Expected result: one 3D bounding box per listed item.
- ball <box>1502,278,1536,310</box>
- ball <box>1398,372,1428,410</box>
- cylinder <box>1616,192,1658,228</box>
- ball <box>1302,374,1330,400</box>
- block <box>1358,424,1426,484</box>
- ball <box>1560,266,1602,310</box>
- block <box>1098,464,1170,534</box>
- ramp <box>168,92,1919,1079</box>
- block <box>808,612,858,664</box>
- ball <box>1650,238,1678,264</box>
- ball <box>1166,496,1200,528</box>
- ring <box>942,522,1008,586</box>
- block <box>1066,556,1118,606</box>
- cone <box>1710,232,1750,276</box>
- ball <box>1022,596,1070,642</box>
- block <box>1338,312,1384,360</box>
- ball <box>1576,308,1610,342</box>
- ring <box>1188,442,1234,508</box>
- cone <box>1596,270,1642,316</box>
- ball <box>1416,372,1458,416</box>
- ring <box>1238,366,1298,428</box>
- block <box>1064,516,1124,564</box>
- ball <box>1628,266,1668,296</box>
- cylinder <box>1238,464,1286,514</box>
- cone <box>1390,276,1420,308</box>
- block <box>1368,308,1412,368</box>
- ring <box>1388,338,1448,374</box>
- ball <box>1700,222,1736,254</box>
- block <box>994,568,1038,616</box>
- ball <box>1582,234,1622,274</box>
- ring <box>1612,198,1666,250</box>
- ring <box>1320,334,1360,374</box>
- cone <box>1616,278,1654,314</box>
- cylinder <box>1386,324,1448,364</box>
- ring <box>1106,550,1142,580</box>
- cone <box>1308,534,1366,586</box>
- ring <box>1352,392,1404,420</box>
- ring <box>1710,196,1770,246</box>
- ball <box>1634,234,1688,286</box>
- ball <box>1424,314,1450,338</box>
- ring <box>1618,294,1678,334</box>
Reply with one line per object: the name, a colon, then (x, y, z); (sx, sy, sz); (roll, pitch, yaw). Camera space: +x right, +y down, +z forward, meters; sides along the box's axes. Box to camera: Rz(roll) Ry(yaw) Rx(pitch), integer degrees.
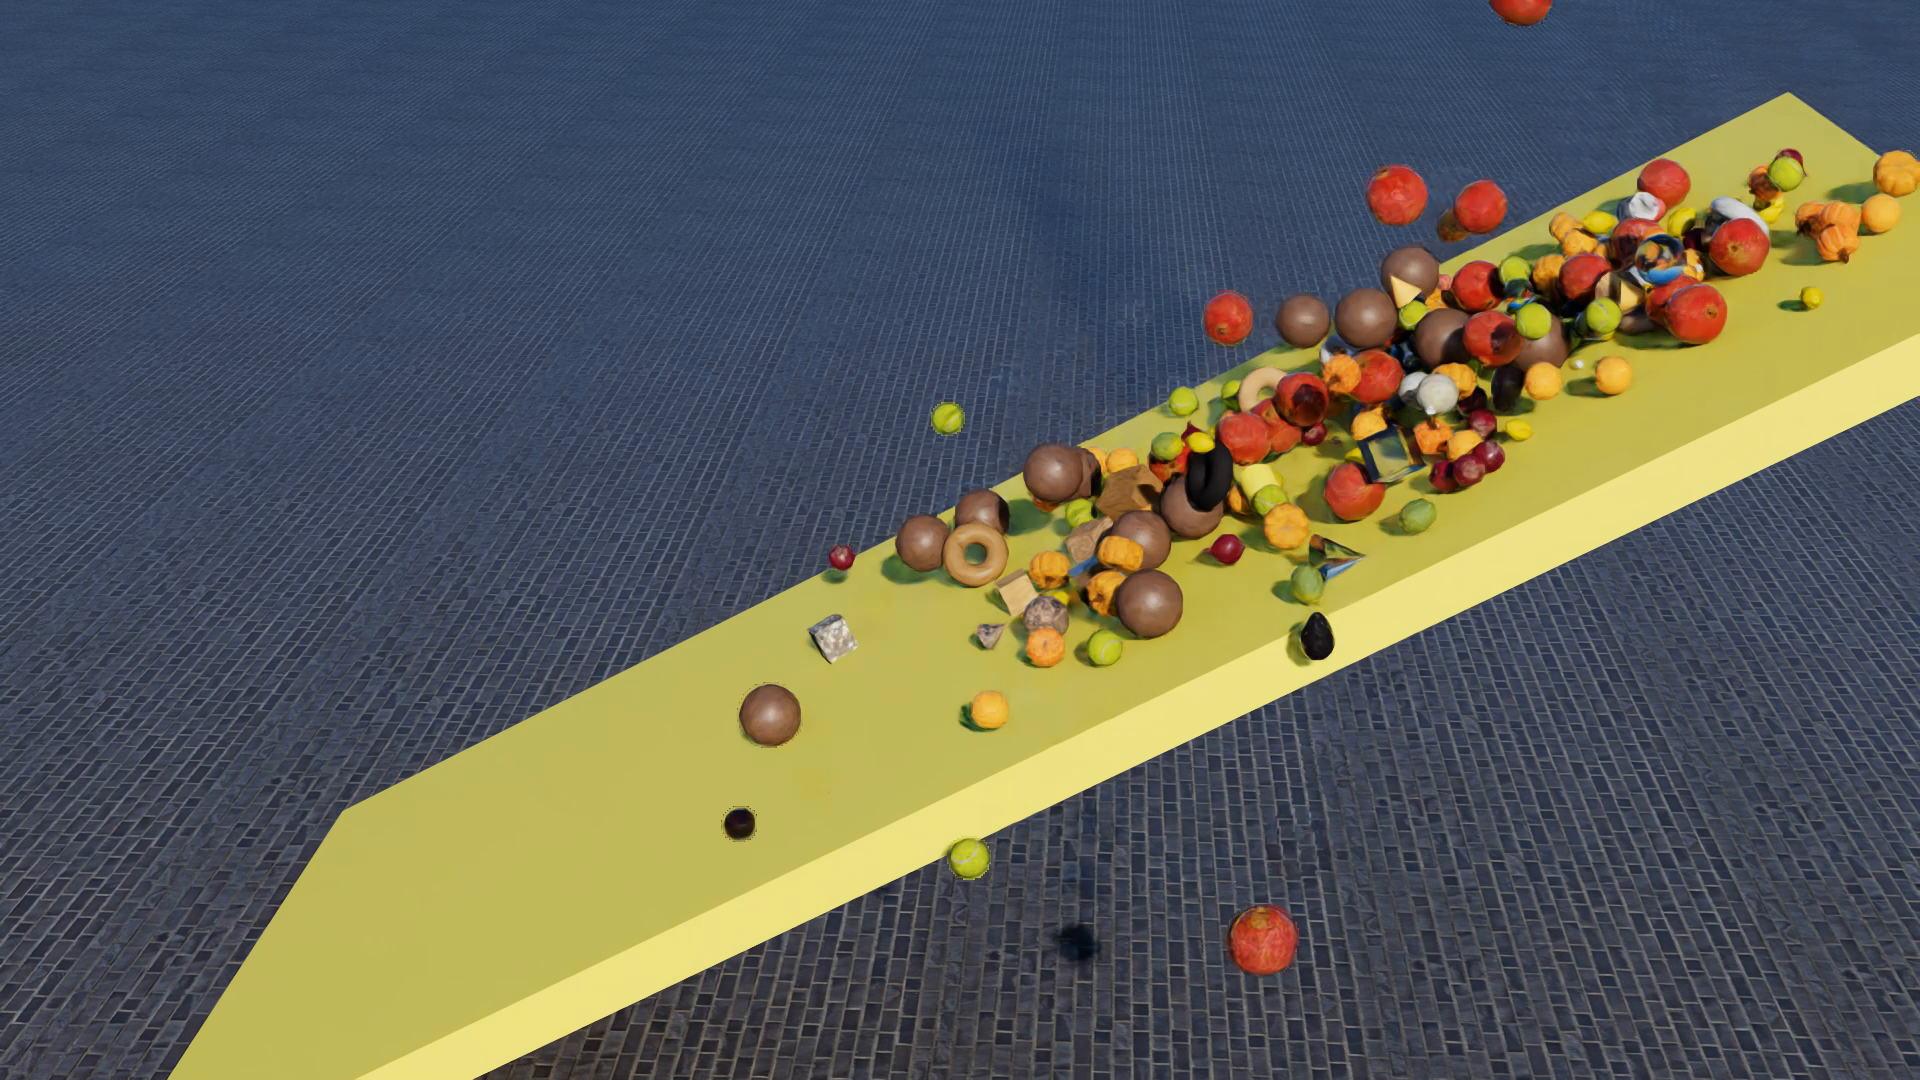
ball: (1.148, -0.505, 6.038); (0.066, 0.066, 0.066); (0, 17, 0)
ball: (0.907, -0.295, 5.826); (0.075, 0.075, 0.075); (0, 17, 0)
cylinder: (1.423, -0.693, 6.179); (0.065, 0.065, 0.065); (-4, -3, -12)
ball: (0.783, -0.336, 6.473); (0.060, 0.060, 0.060); (0, 17, 0)
block: (0.806, -0.160, 5.485); (0.081, 0.081, 0.081); (-26, -14, 28)
ball: (1.283, -0.519, 6.068); (0.091, 0.091, 0.091); (0, 17, 0)
block: (0.370, -0.087, 6.269); (0.096, 0.096, 0.096); (-16, 39, 41)
ramp: (0.141, 0.167, 6.281); (4.000, 0.100, 2.000); (-26, 14, 11)
block: (-0.283, 0.218, 6.565); (0.076, 0.076, 0.076); (-31, 14, -9)
ball: (1.430, -0.587, 5.970); (0.056, 0.056, 0.056); (0, 17, 0)
ball: (0.461, -0.058, 6.098); (0.070, 0.070, 0.070); (0, 17, 0)
ring: (0.034, 0.031, 6.494); (0.146, 0.146, 0.049); (1, -13, 2)
block: (0.269, 0.083, 5.976); (0.069, 0.069, 0.069); (-31, 14, -6)
cone: (1.512, -0.577, 5.827); (0.079, 0.079, 0.079); (-24, 25, 12)
ball: (0.172, 0.157, 5.851); (0.094, 0.094, 0.094); (0, 17, 0)
block: (0.915, -0.458, 6.607); (0.078, 0.078, 0.078); (-33, 14, -15)
ball: (1.239, -0.422, 5.763); (0.065, 0.065, 0.065); (0, 17, 0)
ring: (0.499, -0.131, 5.865); (0.045, 0.136, 0.136); (10, 12, -25)
cone: (1.296, -0.492, 5.795); (0.090, 0.090, 0.090); (3, 13, 10)
ball: (0.915, -0.280, 5.638); (0.081, 0.081, 0.081); (0, 17, 0)
ring: (0.671, -0.312, 6.408); (0.134, 0.134, 0.045); (-1, -3, -3)
block: (0.283, 0.007, 6.202); (0.076, 0.076, 0.076); (-16, 19, 43)
ball: (1.374, -0.516, 5.896); (0.085, 0.085, 0.085); (0, 17, 0)
cylinder: (0.604, -0.102, 5.888); (0.073, 0.073, 0.073); (-6, 48, -18)
cone: (0.900, -0.519, 6.028); (0.063, 0.063, 0.063); (-38, 14, 11)
block: (0.956, -0.443, 6.456); (0.087, 0.087, 0.087); (-26, 14, 14)
ring: (0.959, -0.382, 6.145); (0.126, 0.042, 0.126); (3, 32, -2)
ball: (1.533, -0.610, 5.952); (0.069, 0.069, 0.069); (0, 17, 0)
block: (0.121, 0.109, 6.176); (0.068, 0.068, 0.068); (-29, 14, 0)
ball: (1.363, -0.608, 6.250); (0.082, 0.082, 0.082); (0, 17, 0)
ring: (1.454, -0.678, 6.307); (0.048, 0.143, 0.143); (50, 34, 9)
ring: (0.797, -0.390, 6.166); (0.086, 0.086, 0.029); (7, 21, 21)
cone: (1.312, -0.472, 5.702); (0.070, 0.070, 0.070); (3, 18, 5)
cylinder: (0.977, -0.412, 6.294); (0.091, 0.091, 0.091); (-12, 3, -34)
ring: (0.333, 0.050, 6.042); (0.094, 0.031, 0.094); (-28, 12, 7)
cone: (0.698, 0.033, 5.364); (0.097, 0.097, 0.097); (-4, 18, -13)
ring: (0.865, -0.275, 6.085); (0.115, 0.038, 0.115); (-16, 0, 0)
ring: (1.546, -0.632, 5.834); (0.131, 0.044, 0.131); (37, -2, 2)
ball: (1.332, -0.533, 5.590); (0.097, 0.097, 0.097); (0, 17, 0)
ball: (0.992, -0.445, 6.109); (0.052, 0.052, 0.052); (0, 17, 0)
ring: (1.350, -0.443, 5.775); (0.122, 0.041, 0.122); (-28, 13, 7)
